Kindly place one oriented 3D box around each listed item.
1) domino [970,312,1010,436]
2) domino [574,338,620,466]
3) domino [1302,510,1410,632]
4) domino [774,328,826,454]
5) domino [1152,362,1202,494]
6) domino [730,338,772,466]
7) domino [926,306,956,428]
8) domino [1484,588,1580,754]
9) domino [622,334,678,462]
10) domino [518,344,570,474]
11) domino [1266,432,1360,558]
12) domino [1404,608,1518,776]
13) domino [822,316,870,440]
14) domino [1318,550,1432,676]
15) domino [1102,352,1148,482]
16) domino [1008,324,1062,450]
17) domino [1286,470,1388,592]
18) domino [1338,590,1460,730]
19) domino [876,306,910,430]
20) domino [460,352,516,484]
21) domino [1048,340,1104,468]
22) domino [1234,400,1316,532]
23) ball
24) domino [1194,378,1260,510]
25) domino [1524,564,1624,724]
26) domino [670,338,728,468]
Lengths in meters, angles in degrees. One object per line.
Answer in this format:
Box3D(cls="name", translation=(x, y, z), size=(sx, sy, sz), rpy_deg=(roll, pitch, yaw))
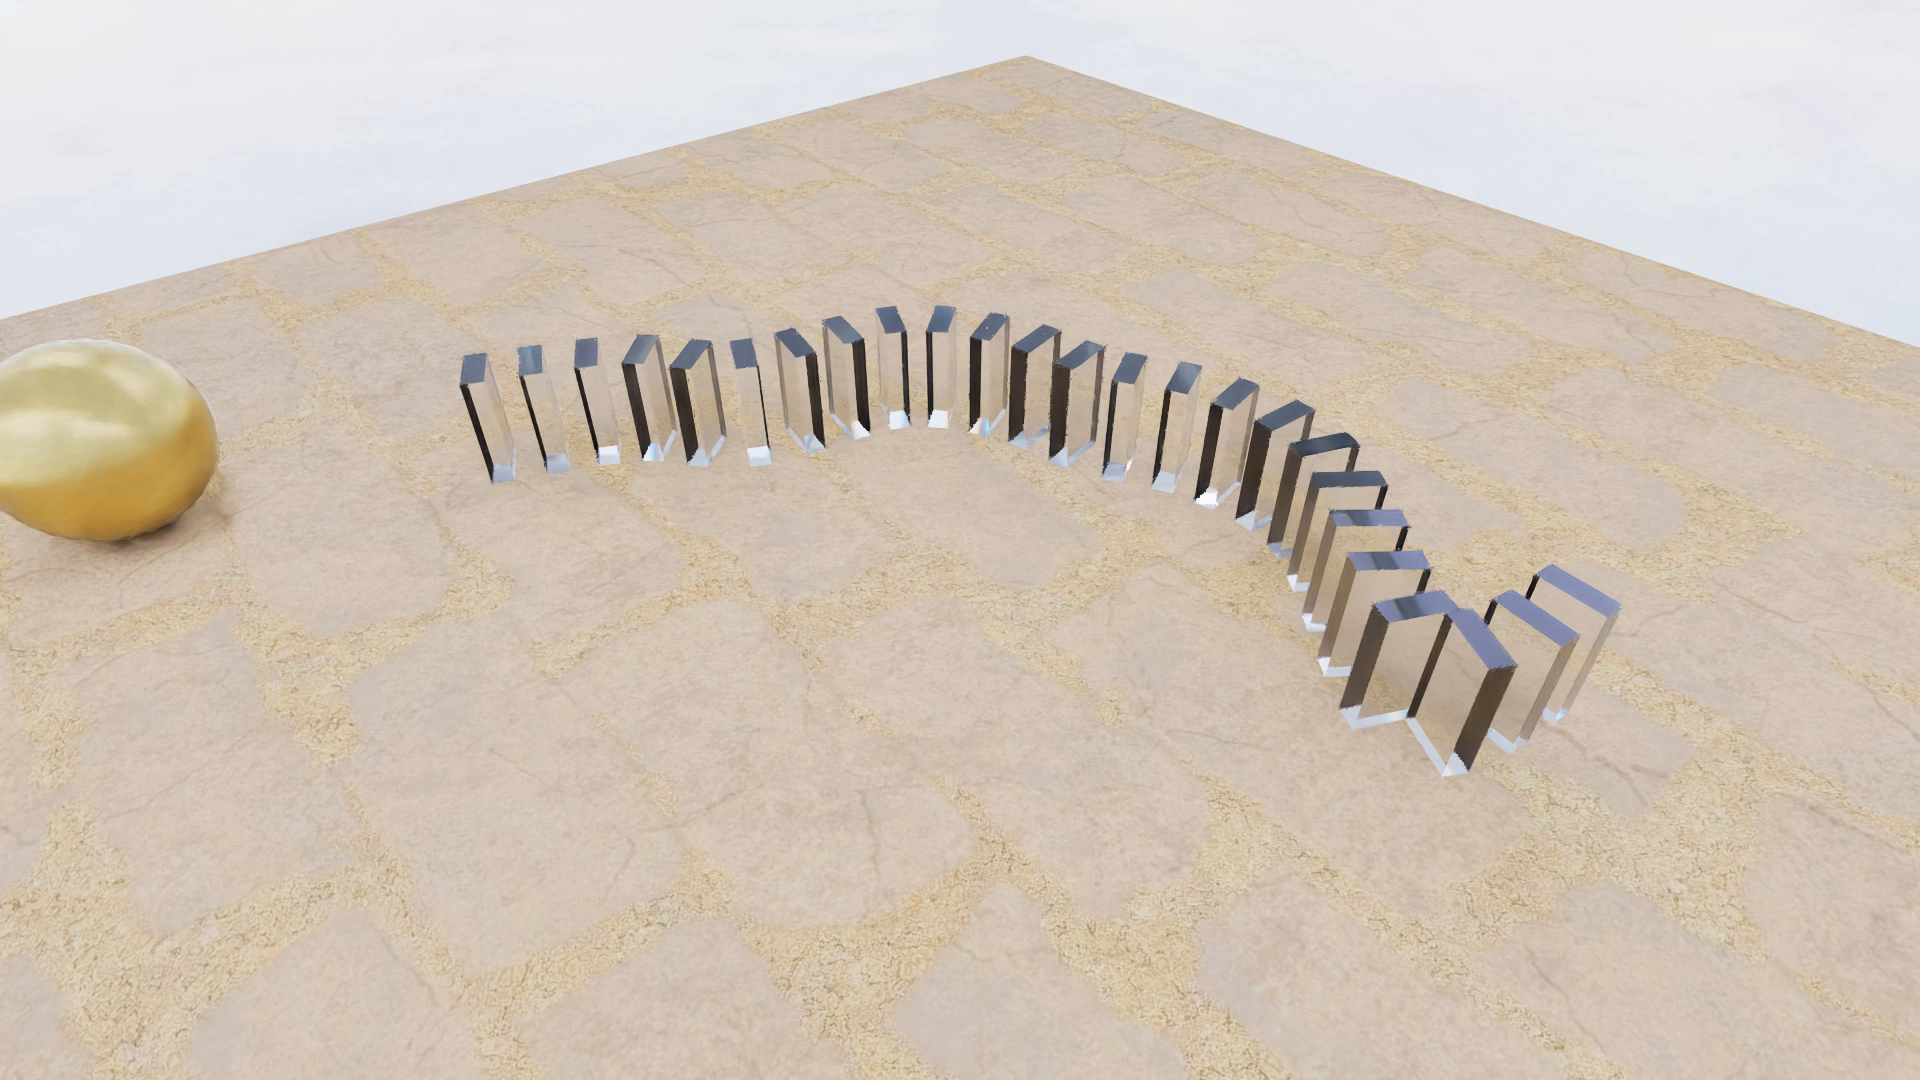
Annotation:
Box3D(cls="domino", translation=(0.013, -0.076, 0.504), size=(0.010, 0.050, 0.025), rpy_deg=(15, 42, 17))
Box3D(cls="domino", translation=(-0.160, -0.061, 0.486), size=(0.009, 0.050, 0.025), rpy_deg=(-9, 40, -11))
Box3D(cls="domino", translation=(0.142, 0.012, 0.397), size=(0.025, 0.050, 0.009), rpy_deg=(0, 39, 0))
Box3D(cls="domino", translation=(-0.072, -0.066, 0.492), size=(0.010, 0.050, 0.025), rpy_deg=(-20, 43, -22))
Box3D(cls="domino", translation=(0.093, -0.048, 0.470), size=(0.009, 0.050, 0.025), rpy_deg=(16, 42, 18))
Box3D(cls="domino", translation=(-0.092, -0.060, 0.485), size=(0.010, 0.050, 0.025), rpy_deg=(-10, 40, -12))
Box3D(cls="domino", translation=(-0.008, -0.080, 0.509), size=(0.010, 0.050, 0.025), rpy_deg=(6, 40, 7))
Box3D(cls="domino", translation=(0.179, 0.043, 0.359), size=(0.009, 0.050, 0.025), rpy_deg=(-21, 44, -24))
Box3D(cls="domino", translation=(-0.137, -0.063, 0.488), size=(0.009, 0.050, 0.025), rpy_deg=(2, 39, 2))
Box3D(cls="domino", translation=(-0.182, -0.057, 0.481), size=(0.009, 0.050, 0.025), rpy_deg=(-11, 41, -13))
Box3D(cls="domino", translation=(0.138, -0.017, 0.432), size=(0.025, 0.050, 0.010), rpy_deg=(-12, 41, -14))
Box3D(cls="domino", translation=(0.159, 0.049, 0.351), size=(0.009, 0.050, 0.025), rpy_deg=(-6, 40, -8))
Box3D(cls="domino", translation=(-0.052, -0.074, 0.501), size=(0.010, 0.050, 0.025), rpy_deg=(-19, 43, -22))
Box3D(cls="domino", translation=(0.142, 0.026, 0.380), size=(0.025, 0.050, 0.010), rpy_deg=(-1, 39, -1))
Box3D(cls="domino", translation=(0.071, -0.053, 0.476), size=(0.009, 0.050, 0.025), rpy_deg=(13, 41, 15))
Box3D(cls="domino", translation=(0.033, -0.069, 0.495), size=(0.009, 0.050, 0.025), rpy_deg=(26, 46, 28))
Box3D(cls="domino", translation=(0.142, -0.003, 0.415), size=(0.025, 0.050, 0.010), rpy_deg=(-2, 39, -2))
Box3D(cls="domino", translation=(0.144, 0.040, 0.362), size=(0.025, 0.050, 0.009), rpy_deg=(-9, 40, -11))
Box3D(cls="domino", translation=(-0.031, -0.079, 0.508), size=(0.010, 0.050, 0.025), rpy_deg=(-9, 40, -11))
Box3D(cls="domino", translation=(-0.203, -0.052, 0.475), size=(0.010, 0.050, 0.025), rpy_deg=(-10, 40, -12))
Box3D(cls="domino", translation=(0.051, -0.060, 0.484), size=(0.009, 0.050, 0.025), rpy_deg=(26, 46, 28))
Box3D(cls="domino", translation=(0.128, -0.030, 0.448), size=(0.025, 0.050, 0.010), rpy_deg=(-26, 46, -28))
Box3D(cls="ball", translation=(-0.342, -0.039, 0.436), size=(0.080, 0.080, 0.080), rpy_deg=(0, 39, 0))
Box3D(cls="domino", translation=(0.111, -0.040, 0.460), size=(0.009, 0.050, 0.025), rpy_deg=(26, 46, 29))
Box3D(cls="domino", translation=(0.198, 0.035, 0.369), size=(0.010, 0.050, 0.025), rpy_deg=(-24, 45, -27))
Box3D(cls="domino", translation=(-0.115, -0.060, 0.485), size=(0.009, 0.050, 0.025), rpy_deg=(7, 40, 8))
